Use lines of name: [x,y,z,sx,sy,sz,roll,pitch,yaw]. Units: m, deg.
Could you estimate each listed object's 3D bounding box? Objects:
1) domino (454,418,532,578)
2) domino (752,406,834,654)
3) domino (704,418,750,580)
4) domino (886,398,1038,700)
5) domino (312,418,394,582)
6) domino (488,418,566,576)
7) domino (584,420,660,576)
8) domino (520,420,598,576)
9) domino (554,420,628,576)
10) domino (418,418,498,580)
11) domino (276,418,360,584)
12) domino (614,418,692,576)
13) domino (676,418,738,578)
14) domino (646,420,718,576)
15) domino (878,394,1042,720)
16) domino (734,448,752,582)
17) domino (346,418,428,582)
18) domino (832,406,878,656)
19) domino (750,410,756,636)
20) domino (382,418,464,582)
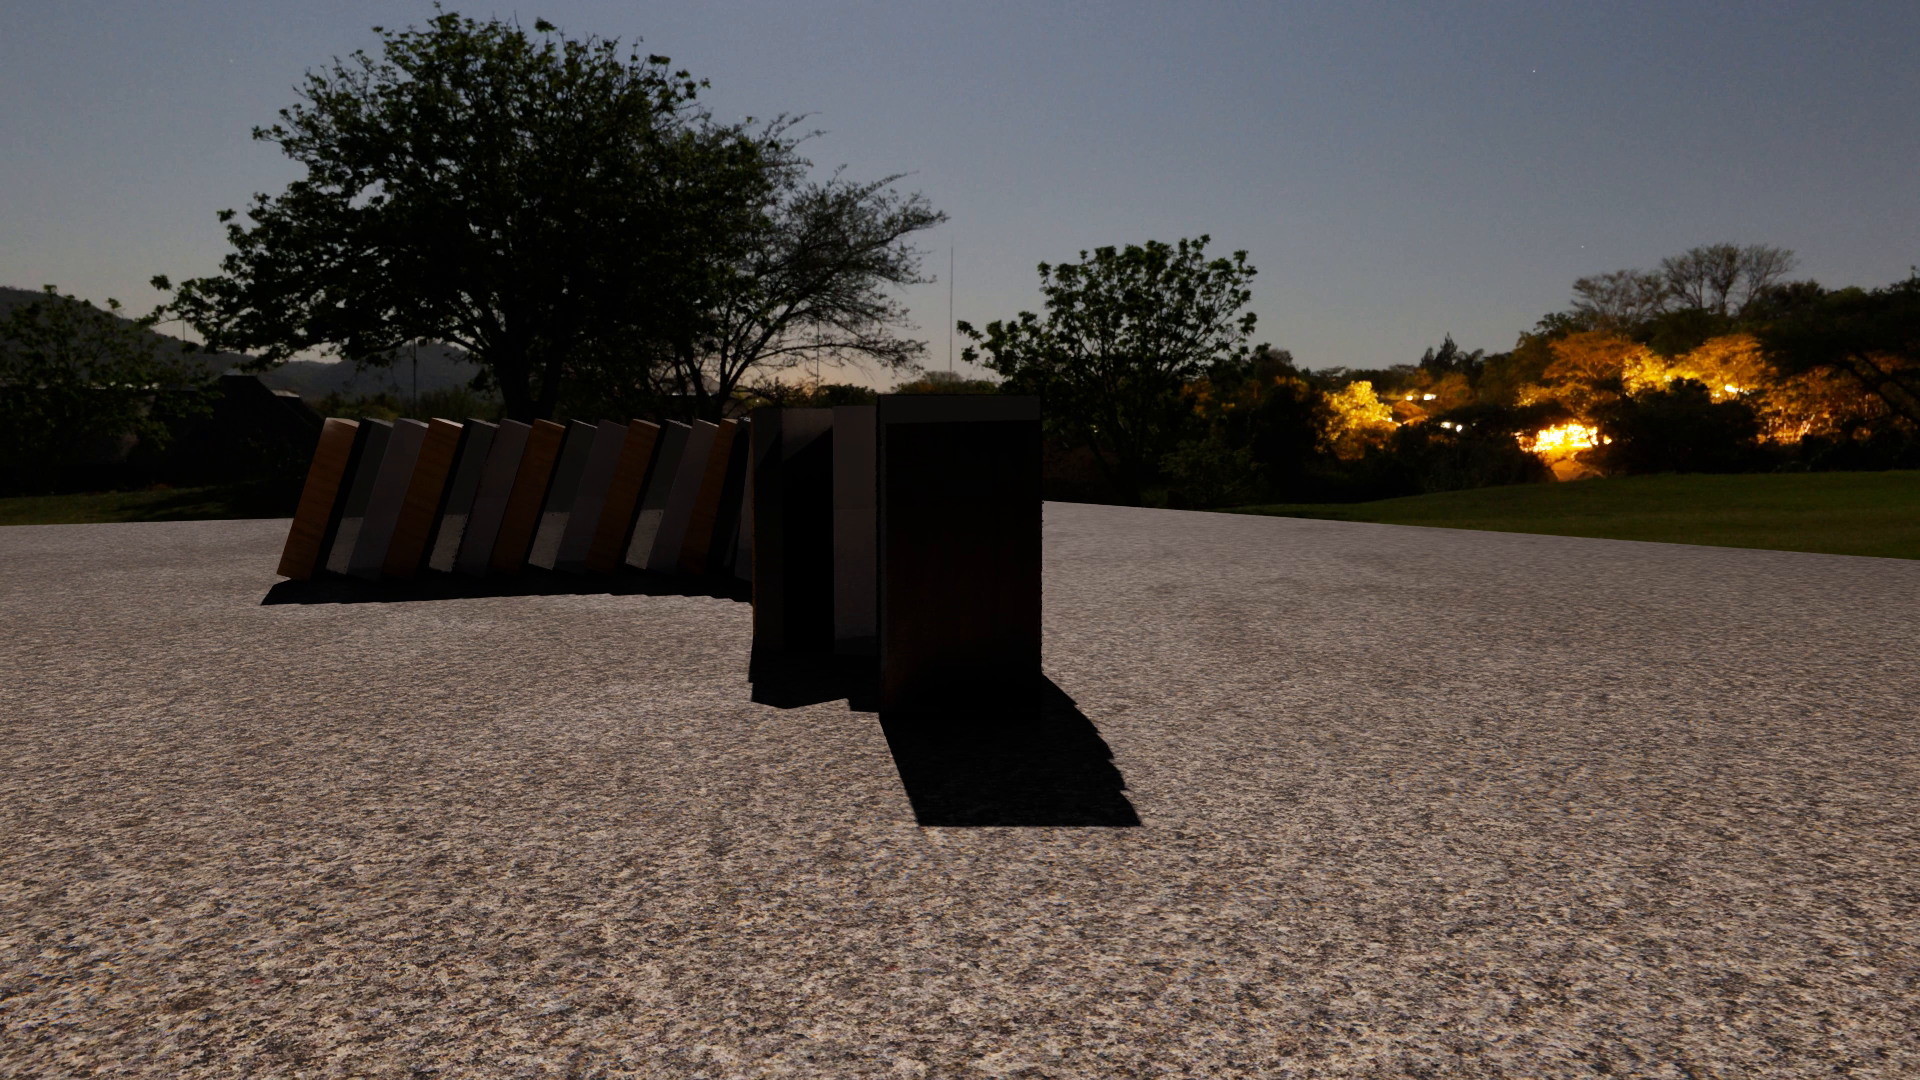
domino: [-0.150,-0.014,0.418,0.010,0.050,0.025,18,1,-11]
domino: [-0.030,-0.003,0.271,0.010,0.050,0.025,4,6,44]
domino: [-0.065,-0.014,0.411,0.010,0.050,0.025,22,14,27]
domino: [0.000,0.001,0.216,0.025,0.050,0.009,0,4,2]
domino: [-0.188,-0.013,0.404,0.010,0.050,0.025,18,0,-12]
domino: [-0.141,-0.014,0.422,0.010,0.050,0.025,18,1,-11]
domino: [-0.110,-0.015,0.425,0.010,0.050,0.025,18,3,-6]
domino: [-0.131,-0.015,0.424,0.010,0.050,0.025,18,1,-11]
domino: [-0.121,-0.015,0.426,0.010,0.050,0.025,18,1,-11]
domino: [-0.159,-0.014,0.413,0.010,0.050,0.025,17,1,-12]
domino: [-0.198,-0.013,0.403,0.010,0.050,0.025,18,0,-12]
domino: [-0.099,-0.014,0.424,0.009,0.050,0.025,18,3,-6]
domino: [-0.077,-0.014,0.419,0.010,0.050,0.025,19,6,5]
domino: [-0.089,-0.014,0.423,0.010,0.050,0.025,19,3,-6]
domino: [0.000,0.002,0.201,0.025,0.050,0.010,0,4,0]
domino: [-0.056,-0.013,0.401,0.010,0.050,0.025,14,11,32]
domino: [-0.178,-0.013,0.406,0.010,0.050,0.025,18,0,-12]
domino: [-0.017,-0.003,0.268,0.009,0.050,0.025,2,5,21]
domino: [-0.034,-0.004,0.288,0.025,0.050,0.010,0,4,-4]
domino: [-0.169,-0.013,0.408,0.010,0.050,0.025,18,0,-12]
